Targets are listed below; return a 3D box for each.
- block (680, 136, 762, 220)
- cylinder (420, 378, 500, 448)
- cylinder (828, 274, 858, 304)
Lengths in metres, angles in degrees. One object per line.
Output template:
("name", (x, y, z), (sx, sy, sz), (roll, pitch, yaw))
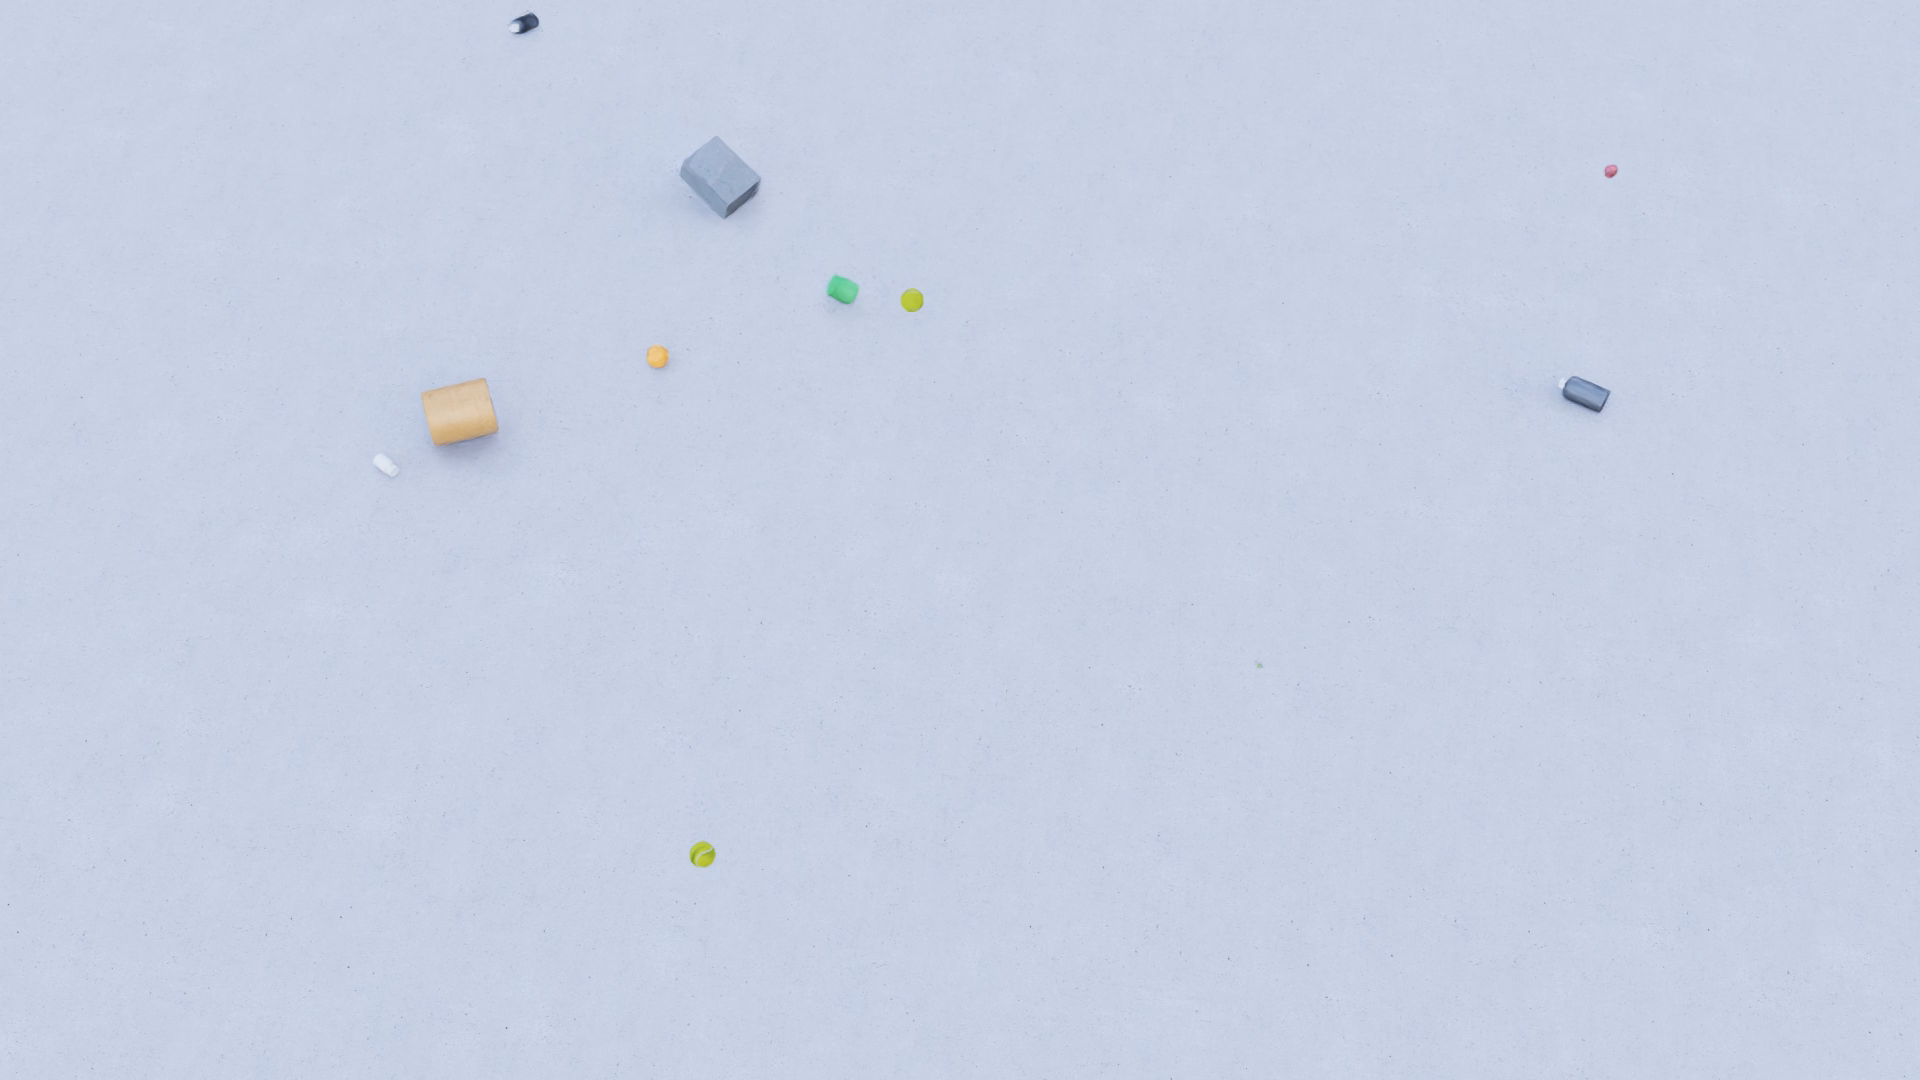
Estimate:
("block", (-0.793, -1.201, 7.282), (0.211, 0.100, 0.155), (44, 65, 5))
("cylinder", (-1.529, -0.390, 6.732), (0.198, 0.173, 0.172), (-14, 21, -9))
("cylinder", (-0.375, -0.801, 7.039), (0.073, 0.096, 0.070), (24, 95, -20))
